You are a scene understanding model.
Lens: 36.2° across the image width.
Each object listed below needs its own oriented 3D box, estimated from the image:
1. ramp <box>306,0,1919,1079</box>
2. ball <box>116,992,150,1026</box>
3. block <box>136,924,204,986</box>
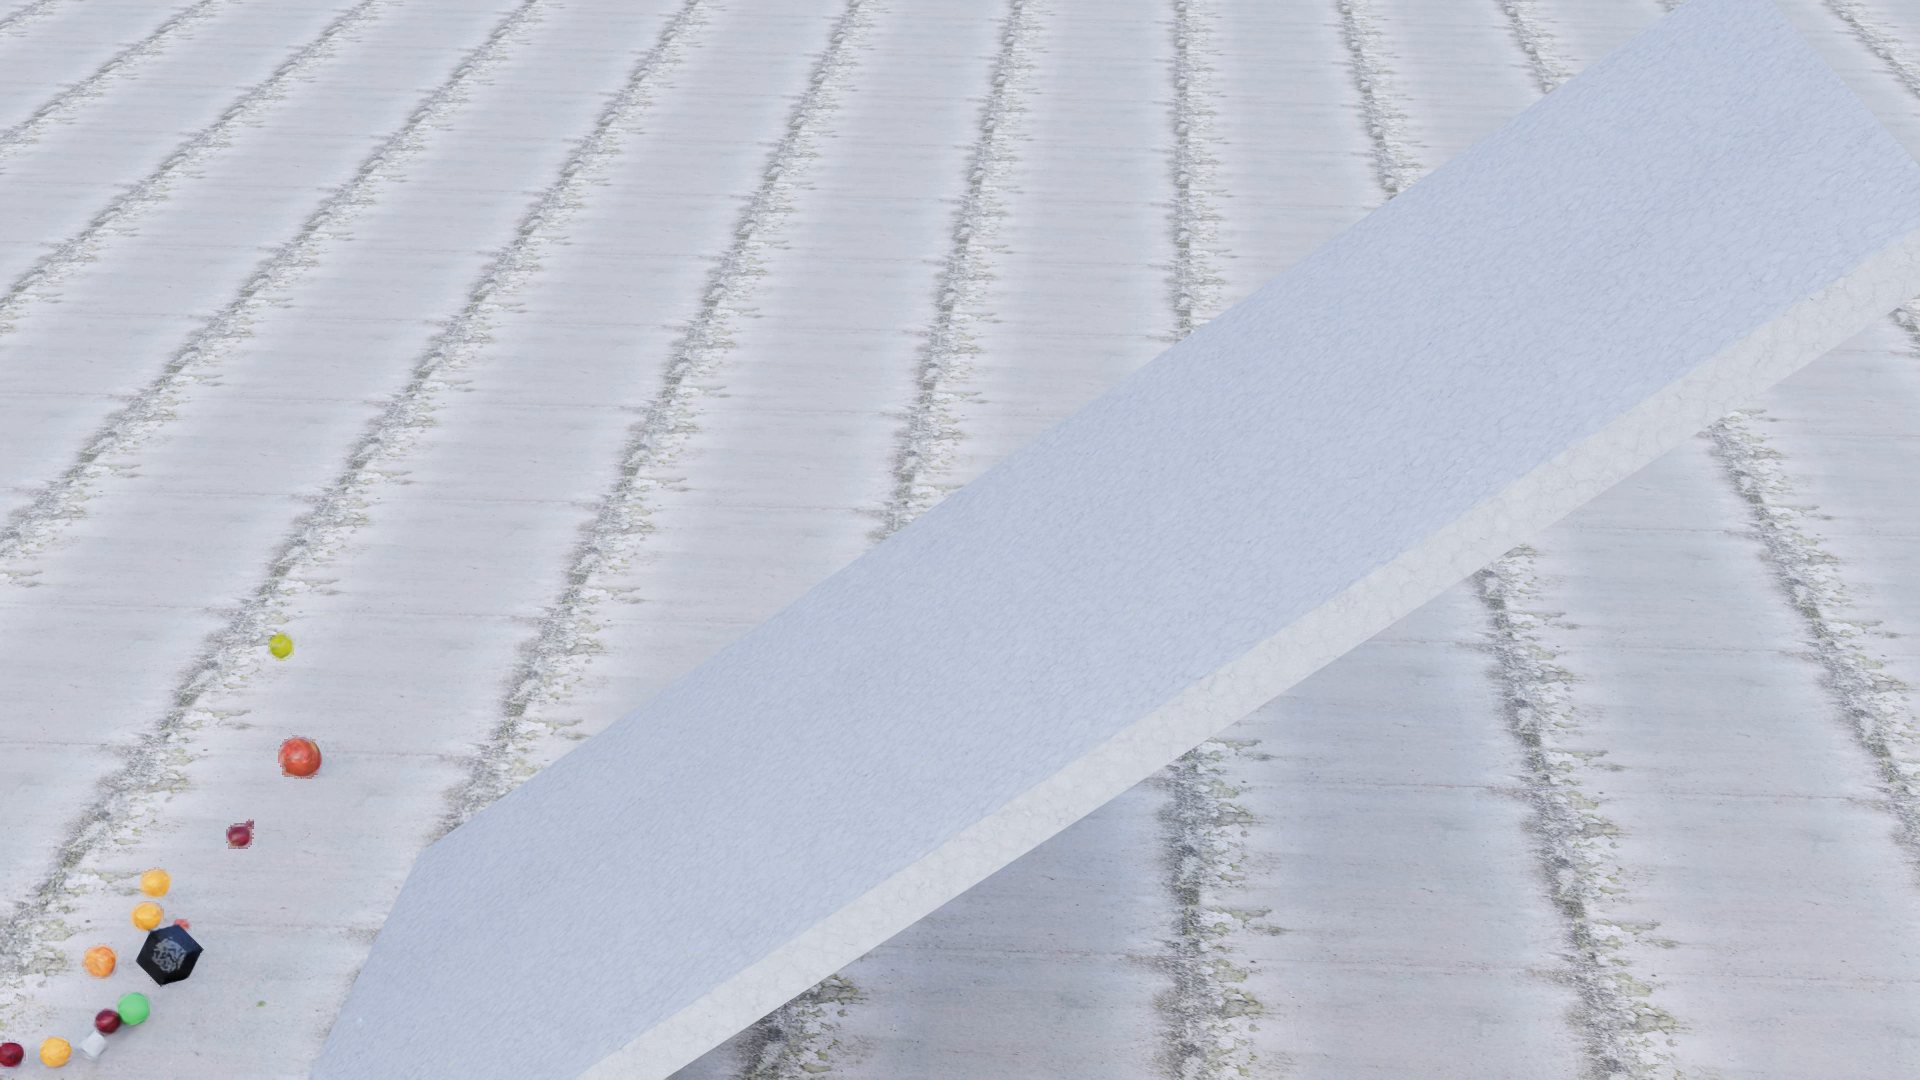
[{"bbox_3d":[0.131,0.177,6.317,4.000,0.100,2.000,-34,16,16],"label":"ramp"},{"bbox_3d":[-2.001,1.136,7.123,0.078,0.078,0.078,0,22,0],"label":"ball"},{"bbox_3d":[-1.948,1.023,7.248,0.096,0.096,0.096,38,20,21],"label":"block"}]
